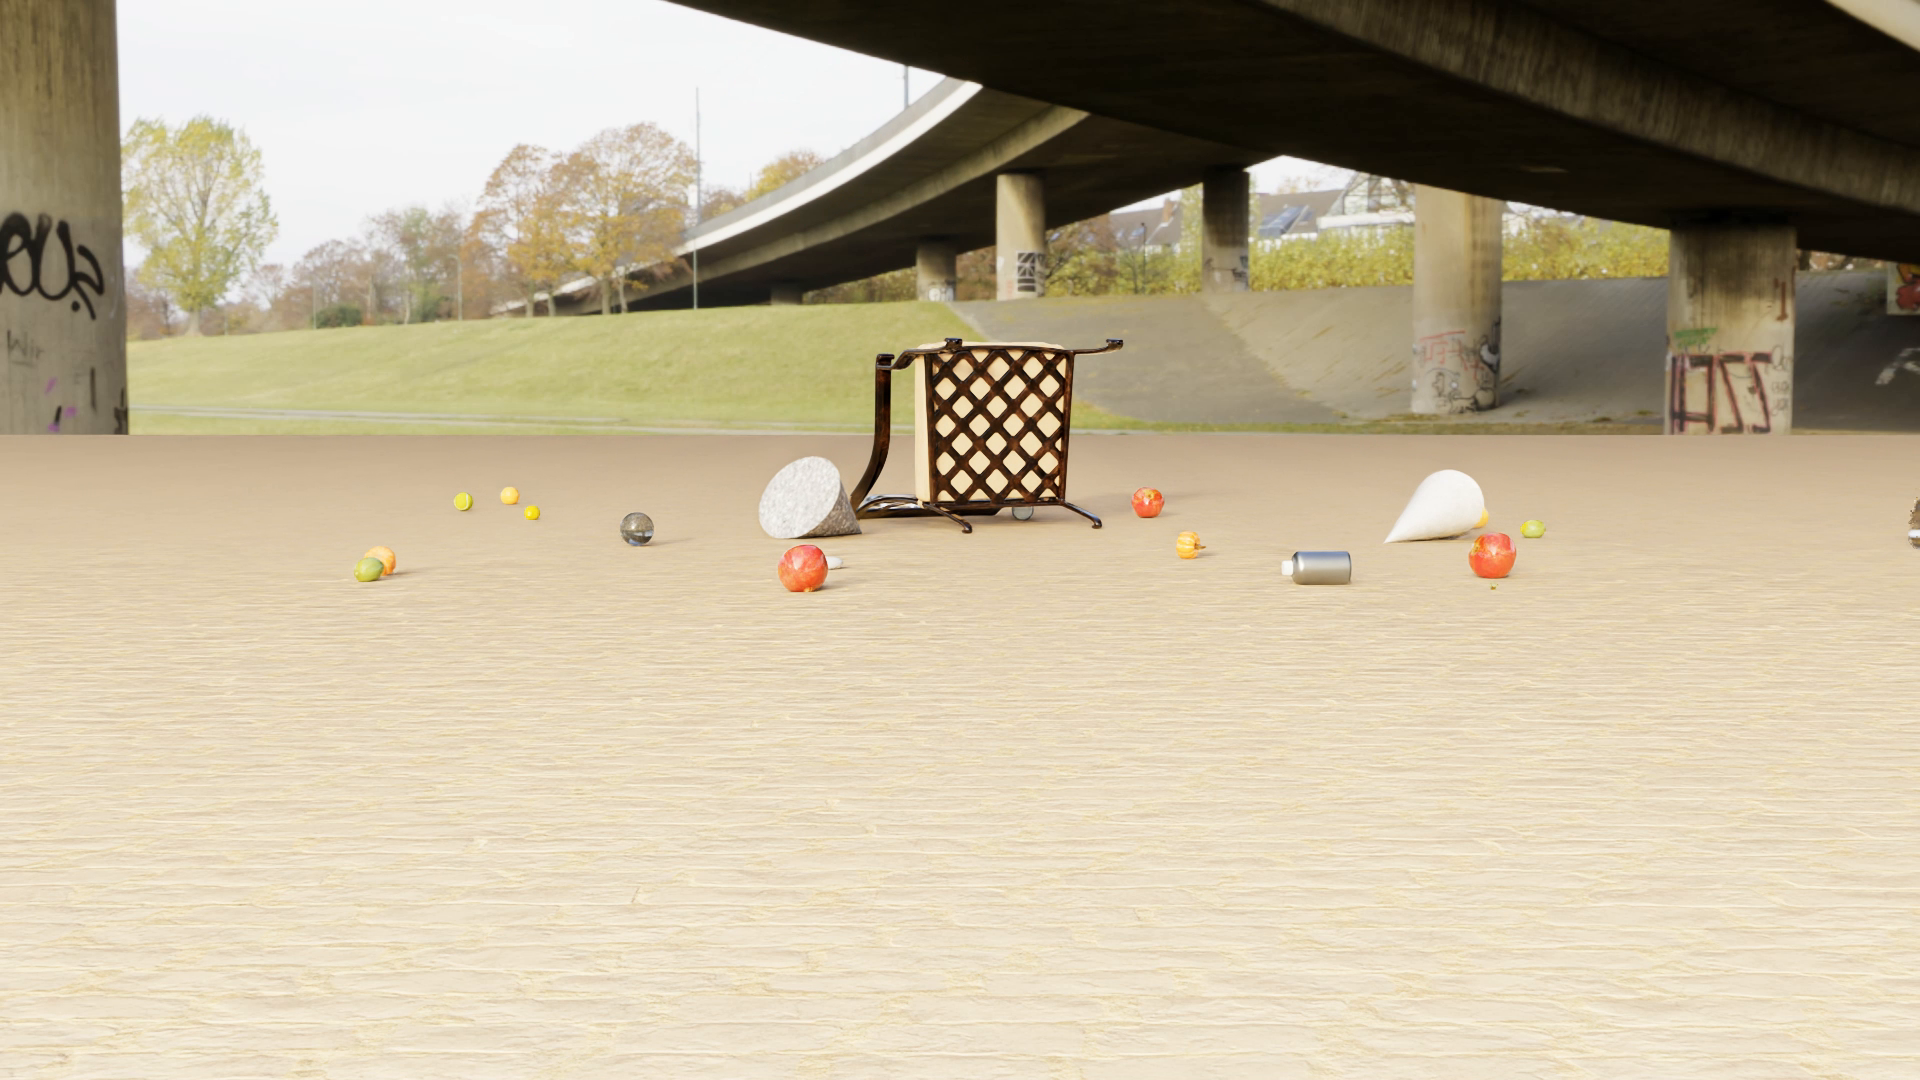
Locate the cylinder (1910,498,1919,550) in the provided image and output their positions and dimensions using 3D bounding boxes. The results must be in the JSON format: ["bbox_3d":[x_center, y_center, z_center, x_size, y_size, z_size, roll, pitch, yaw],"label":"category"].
[{"bbox_3d":[2.723,-0.053,6.074,0.112,0.149,0.224,0,-26,1],"label":"cylinder"}]

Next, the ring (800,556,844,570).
[{"bbox_3d":[-0.345,0.058,5.492,0.116,0.029,0.089,-2,3,-40],"label":"ring"}]

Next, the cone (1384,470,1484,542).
[{"bbox_3d":[1.347,-0.049,6.495,0.294,0.203,0.300,-28,-5,-32],"label":"cone"}]

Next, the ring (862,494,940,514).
[{"bbox_3d":[-0.213,-0.131,8.014,0.323,0.063,0.226,4,6,39],"label":"ring"}]

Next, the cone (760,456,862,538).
[{"bbox_3d":[-0.394,-0.074,6.729,0.315,0.261,0.309,-17,-30,32],"label":"cone"}]

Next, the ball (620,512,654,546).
[{"bbox_3d":[-0.923,-0.031,6.283,0.098,0.098,0.098,0,4,0],"label":"ball"}]
